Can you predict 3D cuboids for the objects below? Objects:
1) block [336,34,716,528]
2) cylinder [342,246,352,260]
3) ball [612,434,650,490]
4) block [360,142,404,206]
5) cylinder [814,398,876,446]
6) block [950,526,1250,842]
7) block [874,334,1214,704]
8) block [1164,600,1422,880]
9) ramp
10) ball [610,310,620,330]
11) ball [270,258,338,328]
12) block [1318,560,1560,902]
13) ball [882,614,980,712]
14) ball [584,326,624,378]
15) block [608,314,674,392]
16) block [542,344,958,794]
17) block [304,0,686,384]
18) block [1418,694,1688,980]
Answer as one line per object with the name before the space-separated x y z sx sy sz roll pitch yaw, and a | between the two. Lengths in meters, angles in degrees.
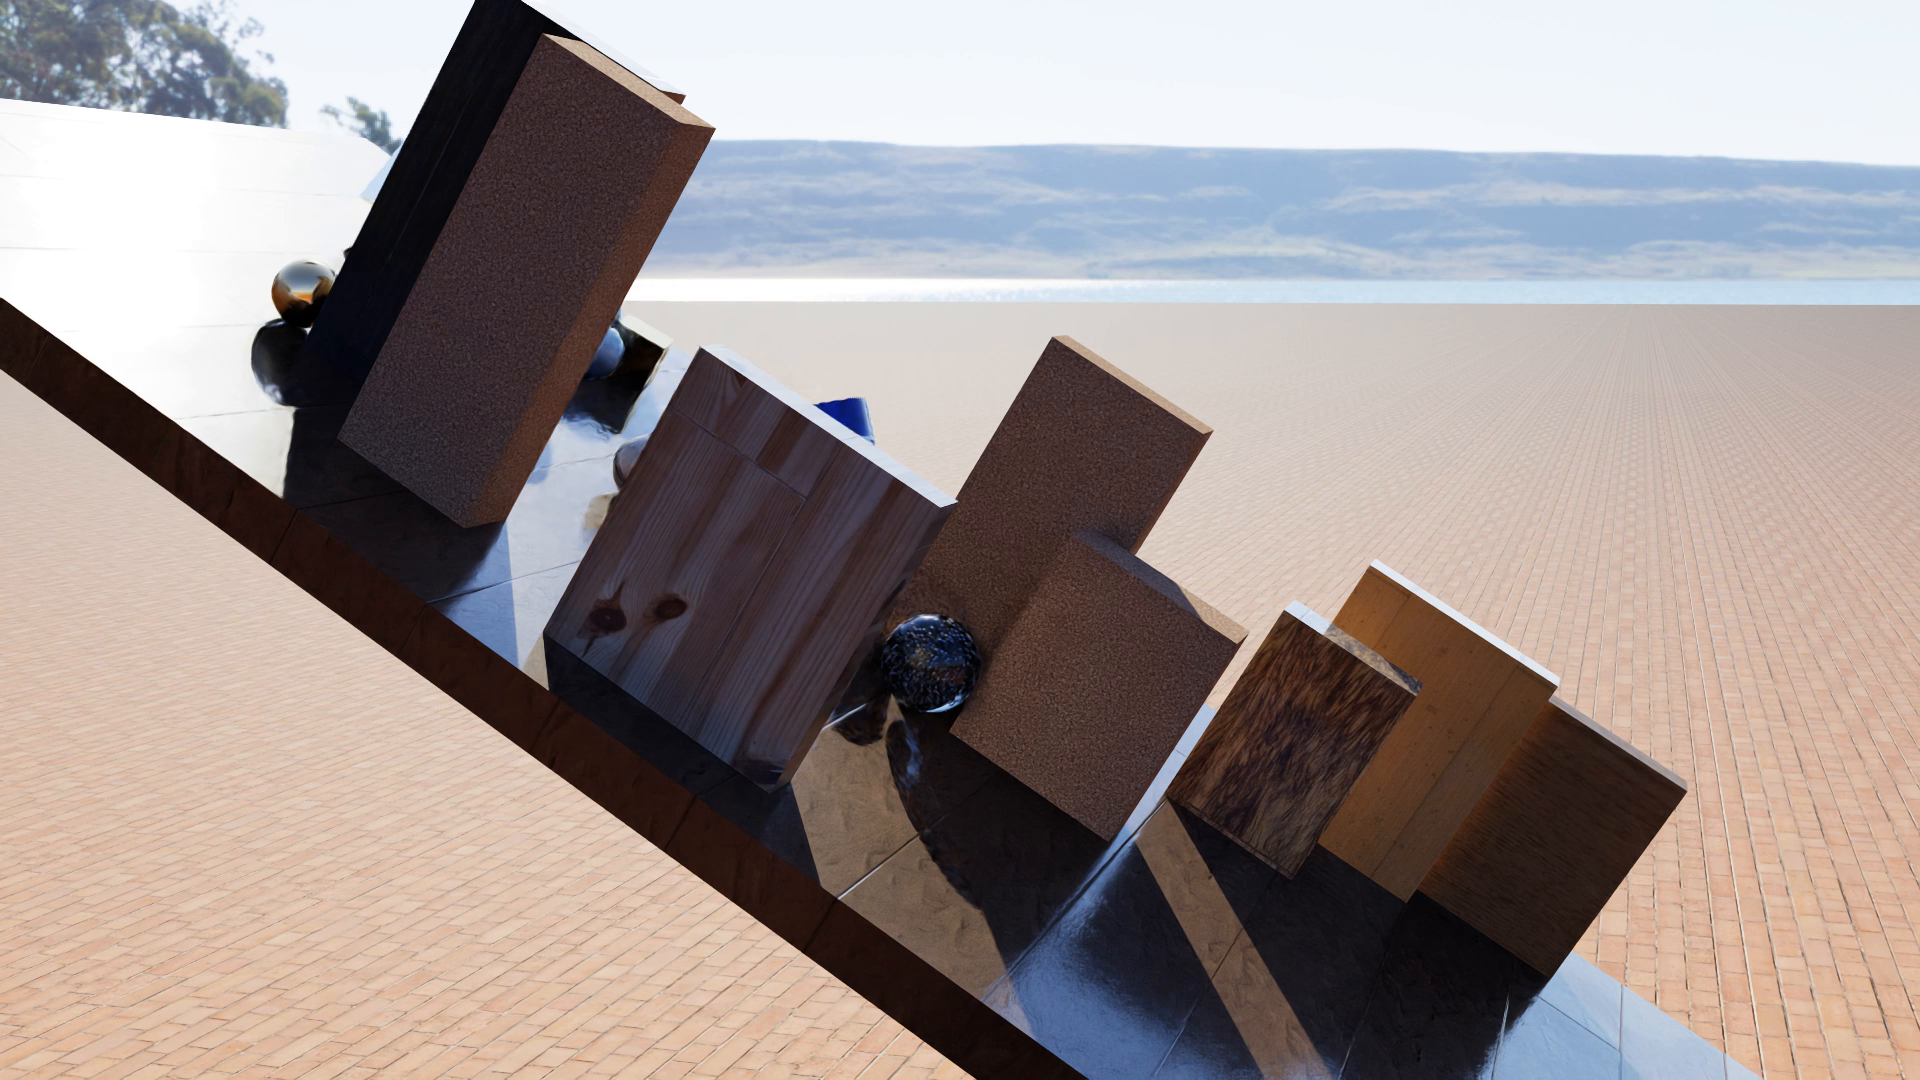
block | -0.706 -0.412 3.558 0.271 0.749 0.141 34 15 11
cylinder | -1.091 -0.509 4.209 0.138 0.138 0.138 -20 7 3
ball | -0.584 -0.131 4.102 0.130 0.130 0.130 0 7 0
block | -1.133 -0.736 4.690 0.174 0.174 0.174 43 -11 -34
cylinder | -0.271 -0.165 4.512 0.204 0.204 0.204 -12 -5 -1
block | 0.246 0.252 3.902 0.344 0.426 0.134 34 15 11
block | 0.148 -0.007 4.078 0.327 0.669 0.107 34 15 11
block | 0.642 0.383 4.239 0.292 0.434 0.137 34 15 11
ramp | -0.158 0.261 4.115 4.000 0.100 2.000 34 15 11
ball | -0.810 -0.491 4.744 0.155 0.155 0.155 0 7 0
ball | -1.177 -0.445 3.966 0.126 0.126 0.126 0 7 0
block | 0.877 0.387 4.475 0.435 0.541 0.097 34 15 11
ball | -0.051 0.216 3.864 0.175 0.175 0.175 0 7 0
ball | -0.768 -0.401 4.647 0.117 0.117 0.117 0 7 0
block | -0.708 -0.407 4.791 0.113 0.113 0.113 30 15 -4
block | -0.321 0.042 3.299 0.435 0.514 0.085 34 15 11
block | -0.819 -0.558 3.849 0.375 0.730 0.108 34 15 11
block | 1.200 0.597 4.538 0.365 0.483 0.095 34 15 11
